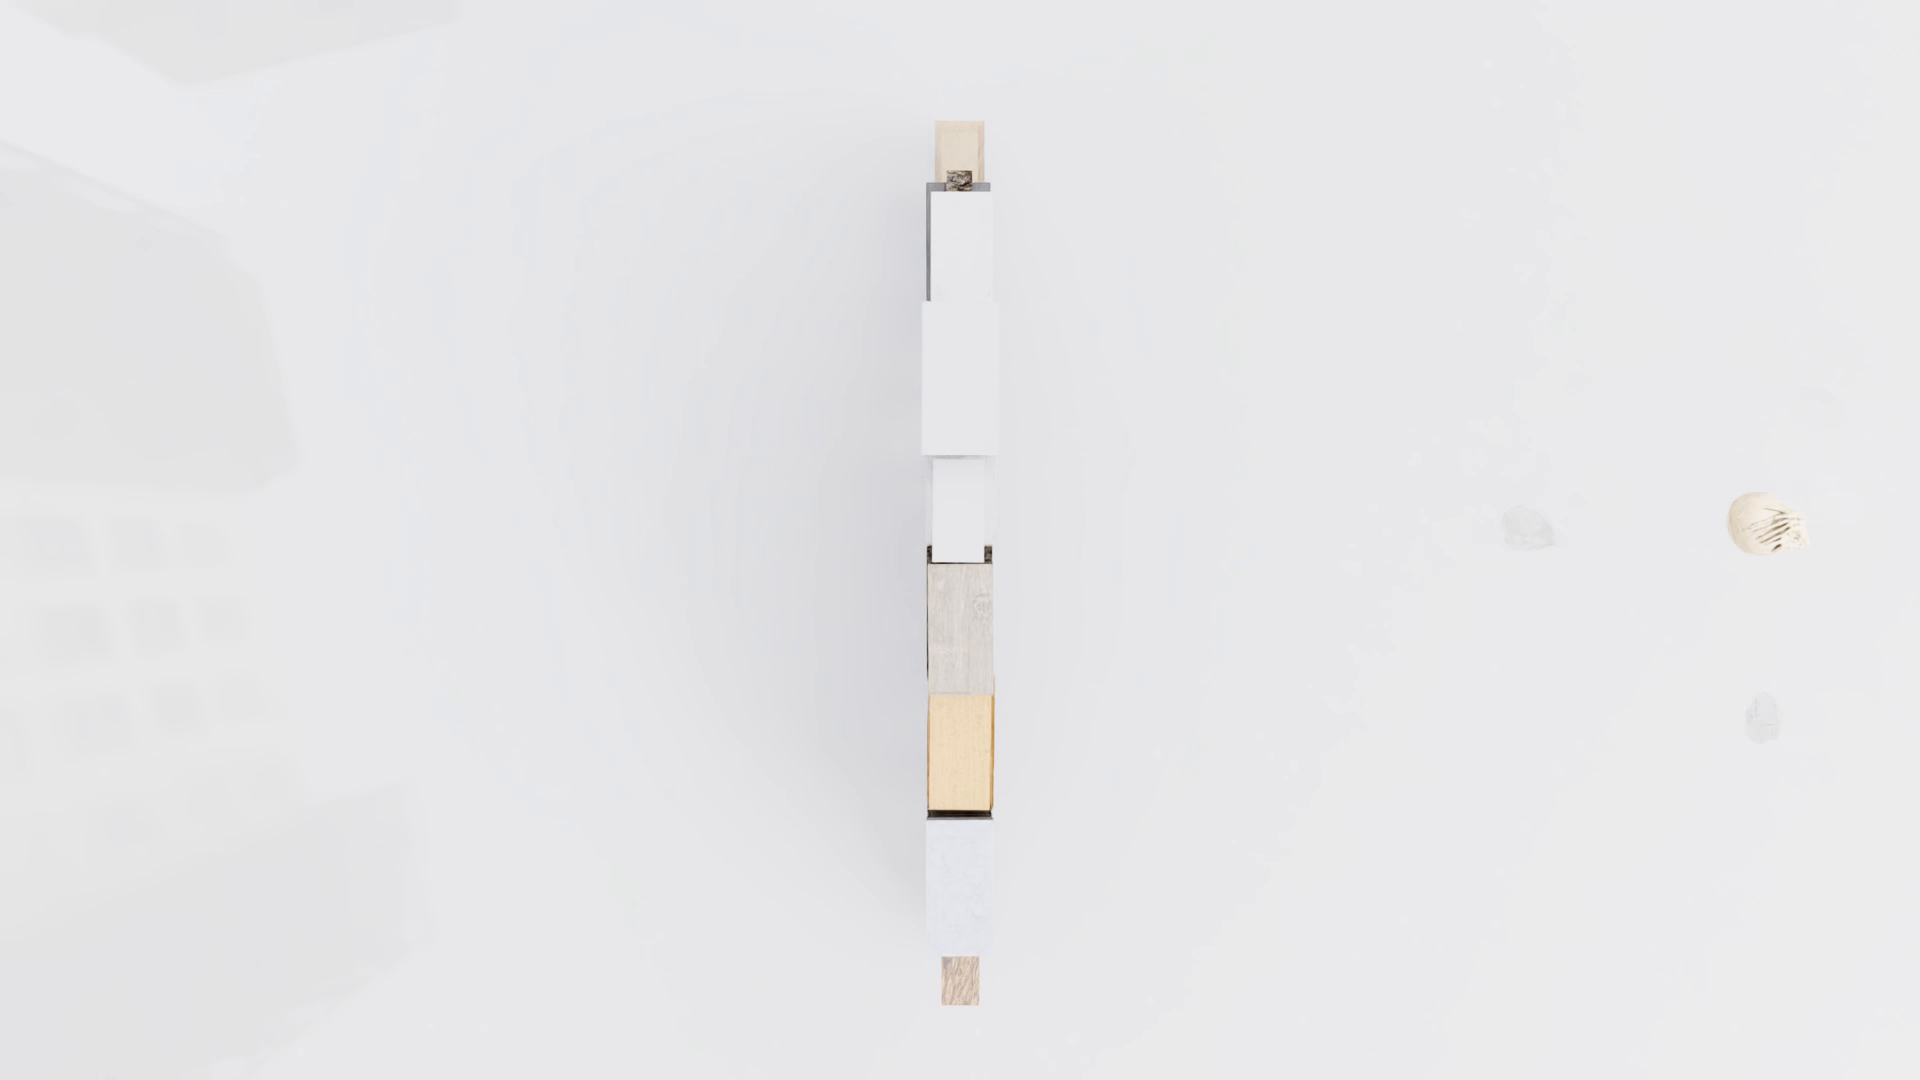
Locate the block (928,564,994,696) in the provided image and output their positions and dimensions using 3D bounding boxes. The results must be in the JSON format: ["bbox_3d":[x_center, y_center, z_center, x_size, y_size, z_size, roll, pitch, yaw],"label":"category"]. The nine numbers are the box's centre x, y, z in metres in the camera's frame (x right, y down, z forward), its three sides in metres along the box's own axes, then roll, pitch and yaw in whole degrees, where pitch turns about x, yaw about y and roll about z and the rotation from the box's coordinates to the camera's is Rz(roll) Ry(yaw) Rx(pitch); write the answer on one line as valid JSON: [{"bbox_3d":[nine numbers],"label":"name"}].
[{"bbox_3d":[0.002,0.213,3.937,0.156,0.044,0.311,0,90,0],"label":"block"}]

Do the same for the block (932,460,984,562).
[{"bbox_3d":[-0.003,-0.069,3.896,0.121,0.034,0.242,1,90,0],"label":"block"}]

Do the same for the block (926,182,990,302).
[{"bbox_3d":[-0.004,-0.814,4.610,0.180,0.051,0.359,0,90,0],"label":"block"}]

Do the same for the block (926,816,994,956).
[{"bbox_3d":[0.000,0.847,4.032,0.166,0.047,0.331,0,90,0],"label":"block"}]

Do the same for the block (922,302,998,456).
[{"bbox_3d":[0.001,-0.369,3.781,0.175,0.049,0.349,0,90,0],"label":"block"}]

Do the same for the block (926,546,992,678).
[{"bbox_3d":[-0.001,0.187,4.295,0.172,0.049,0.344,0,90,0],"label":"block"}]

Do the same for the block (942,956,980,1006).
[{"bbox_3d":[0.001,1.113,4.307,0.099,0.028,0.199,0,90,0],"label":"block"}]

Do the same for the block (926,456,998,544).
[{"bbox_3d":[0.004,-0.169,4.181,0.180,0.051,0.359,0,90,0],"label":"block"}]

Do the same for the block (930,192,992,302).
[{"bbox_3d":[0.005,-0.699,4.045,0.151,0.043,0.301,0,90,0],"label":"block"}]

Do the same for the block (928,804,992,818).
[{"bbox_3d":[-0.001,0.732,4.221,0.166,0.331,0.047,1,92,0],"label":"block"}]

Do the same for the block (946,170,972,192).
[{"bbox_3d":[-0.002,-0.924,4.437,0.069,0.020,0.138,0,90,0],"label":"block"}]

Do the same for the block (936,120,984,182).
[{"bbox_3d":[0.000,-1.154,5.168,0.155,0.044,0.310,0,90,0],"label":"block"}]

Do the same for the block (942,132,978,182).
[{"bbox_3d":[-0.001,-1.104,4.917,0.107,0.030,0.214,0,90,0],"label":"block"}]

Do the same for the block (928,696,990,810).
[{"bbox_3d":[0.000,0.513,4.069,0.149,0.042,0.297,1,90,1],"label":"block"}]

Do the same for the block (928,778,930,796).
[{"bbox_3d":[-0.002,0.615,4.238,0.149,0.297,0.042,1,89,0],"label":"block"}]

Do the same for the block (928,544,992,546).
[{"bbox_3d":[0.003,-0.157,4.590,0.177,0.050,0.355,0,90,0],"label":"block"}]

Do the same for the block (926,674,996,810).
[{"bbox_3d":[0.003,0.539,4.413,0.178,0.050,0.356,1,90,0],"label":"block"}]
